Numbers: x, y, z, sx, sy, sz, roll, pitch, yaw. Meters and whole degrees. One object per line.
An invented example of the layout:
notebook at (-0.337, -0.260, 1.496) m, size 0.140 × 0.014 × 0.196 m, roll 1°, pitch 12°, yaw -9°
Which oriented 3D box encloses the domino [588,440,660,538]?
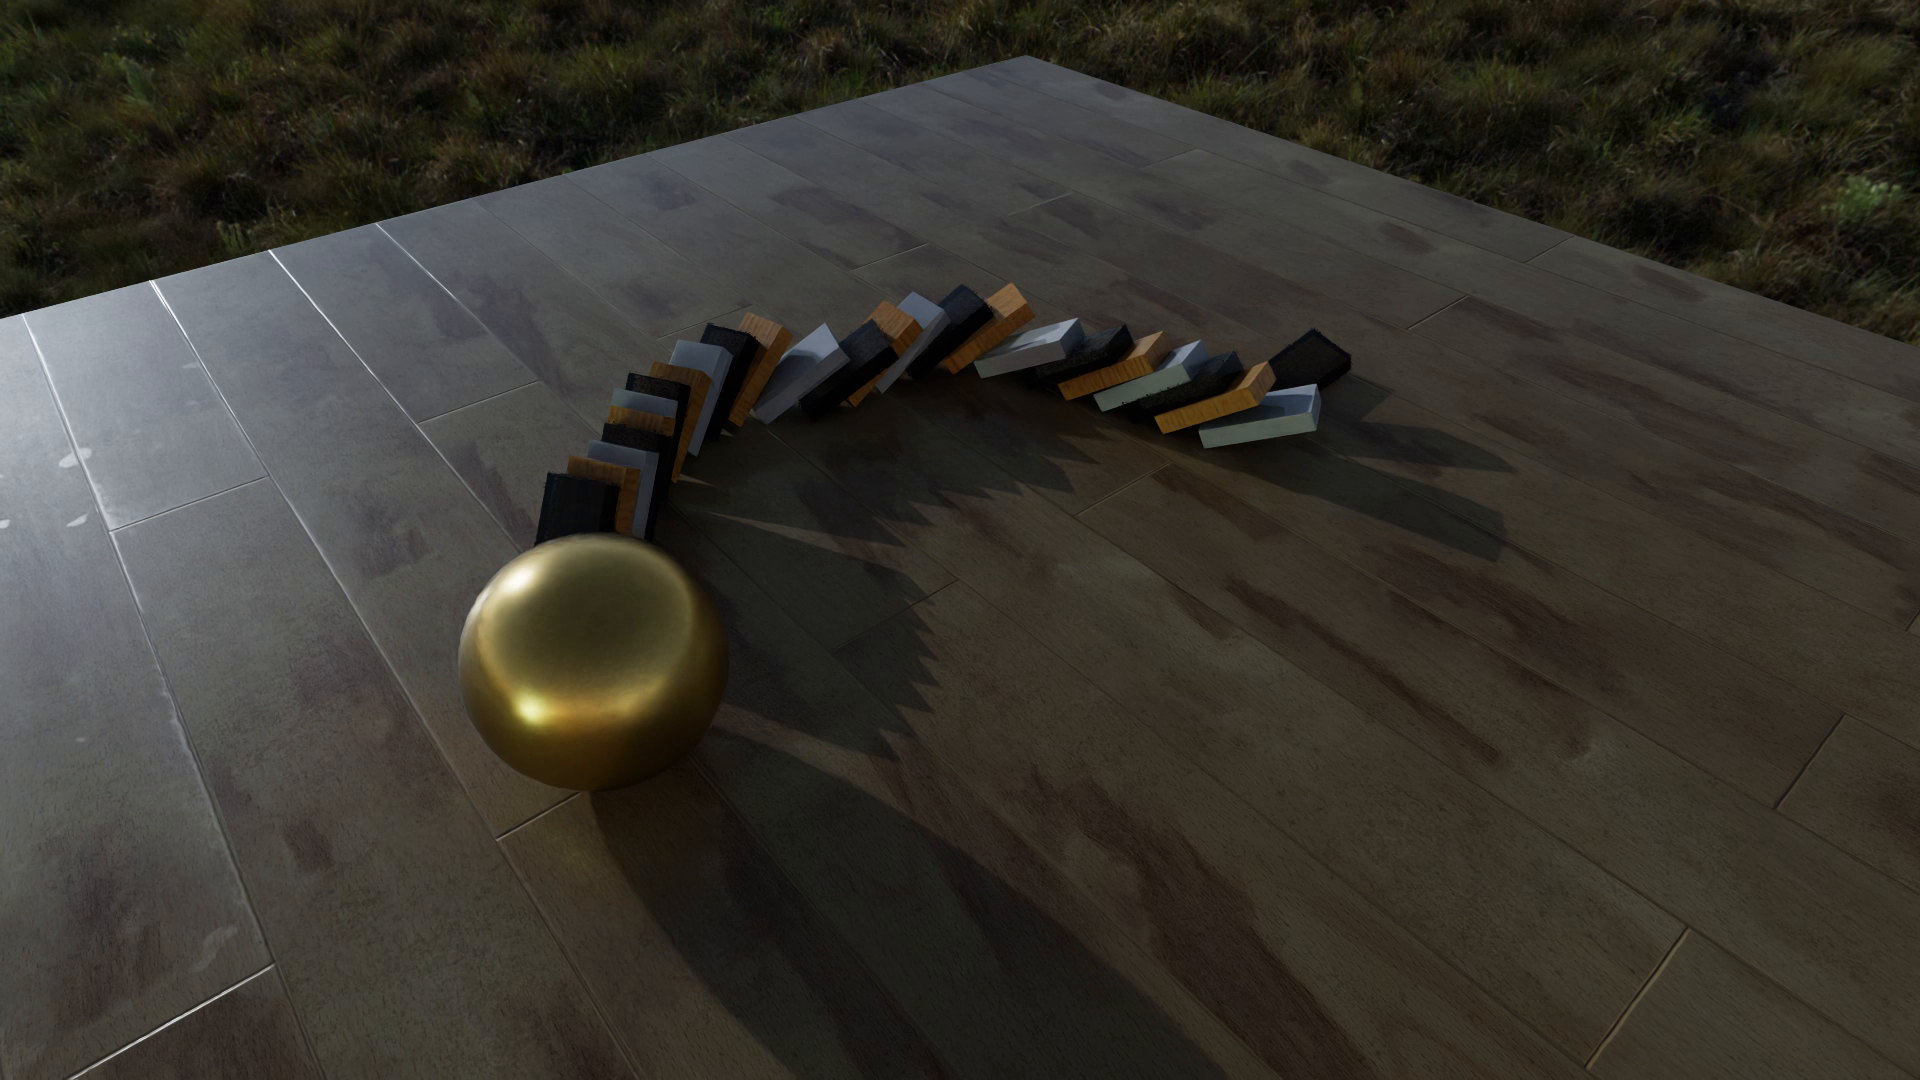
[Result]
domino at (-0.135, -0.012, 0.430) m, size 0.025 × 0.050 × 0.010 m, roll 12°, pitch 4°, yaw 15°

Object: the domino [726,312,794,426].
domino at (-0.102, -0.081, 0.518) m, size 0.025 × 0.010 × 0.050 m, roll 27°, pitch 85°, yaw 33°

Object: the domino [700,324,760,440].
domino at (-0.115, -0.073, 0.509) m, size 0.025 × 0.009 × 0.050 m, roll 17°, pitch 80°, yaw 26°

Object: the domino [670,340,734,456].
domino at (-0.124, -0.065, 0.498) m, size 0.025 × 0.010 × 0.050 m, roll 13°, pitch 78°, yaw 23°

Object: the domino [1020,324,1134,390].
domino at (0.056, -0.088, 0.532) m, size 0.050 × 0.009 × 0.025 m, roll -11°, pitch 27°, yaw 40°

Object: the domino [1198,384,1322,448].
domino at (0.135, -0.056, 0.496) m, size 0.050 × 0.010 × 0.025 m, roll -8°, pitch 33°, yaw 30°

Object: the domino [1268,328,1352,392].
domino at (0.157, -0.077, 0.520) m, size 0.050 × 0.009 × 0.025 m, roll -35°, pitch 54°, yaw -6°

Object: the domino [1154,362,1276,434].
domino at (0.116, -0.064, 0.500) m, size 0.050 × 0.010 × 0.025 m, roll -15°, pitch 23°, yaw 44°

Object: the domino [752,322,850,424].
domino at (-0.078, -0.079, 0.520) m, size 0.050 × 0.010 × 0.025 m, roll -36°, pitch 43°, yaw 6°

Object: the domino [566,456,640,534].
domino at (-0.140, -0.005, 0.421) m, size 0.025 × 0.050 × 0.009 m, roll 12°, pitch 4°, yaw 15°

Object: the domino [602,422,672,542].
domino at (-0.133, -0.019, 0.439) m, size 0.025 × 0.050 × 0.010 m, roll 13°, pitch 4°, yaw 15°

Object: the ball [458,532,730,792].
ball at (-0.113, 0.037, 0.342) m, size 0.080 × 0.080 × 0.080 m, roll 0°, pitch 39°, yaw 0°

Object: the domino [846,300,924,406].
domino at (-0.044, -0.091, 0.534) m, size 0.050 × 0.010 × 0.025 m, roll -49°, pitch 53°, yaw -4°

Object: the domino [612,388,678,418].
domino at (-0.136, -0.036, 0.459) m, size 0.025 × 0.050 × 0.010 m, roll 13°, pitch 3°, yaw 15°

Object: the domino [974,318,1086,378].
domino at (0.034, -0.094, 0.541) m, size 0.050 × 0.009 × 0.025 m, roll -8°, pitch 30°, yaw 36°

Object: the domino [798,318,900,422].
domino at (-0.055, -0.081, 0.521) m, size 0.050 × 0.009 × 0.025 m, roll -36°, pitch 48°, yaw 6°

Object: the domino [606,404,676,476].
domino at (-0.134, -0.028, 0.449) m, size 0.025 × 0.050 × 0.009 m, roll 13°, pitch 3°, yaw 15°

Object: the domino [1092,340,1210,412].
domino at (0.089, -0.077, 0.515) m, size 0.050 × 0.010 × 0.025 m, roll -16°, pitch 23°, yaw 43°

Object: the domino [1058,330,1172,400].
domino at (0.073, -0.083, 0.524) m, size 0.050 × 0.010 × 0.025 m, roll -14°, pitch 25°, yaw 41°

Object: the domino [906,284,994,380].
domino at (-0.010, -0.104, 0.551) m, size 0.050 × 0.009 × 0.025 m, roll -40°, pitch 45°, yaw 0°

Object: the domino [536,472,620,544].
domino at (-0.145, 0.002, 0.413) m, size 0.025 × 0.050 × 0.009 m, roll 12°, pitch 4°, yaw 15°

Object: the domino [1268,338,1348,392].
domino at (0.167, -0.082, 0.544) m, size 0.025 × 0.010 × 0.050 m, roll 30°, pitch 48°, yaw 32°

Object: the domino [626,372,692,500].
domino at (-0.133, -0.044, 0.470) m, size 0.025 × 0.050 × 0.009 m, roll 13°, pitch 1°, yaw 15°

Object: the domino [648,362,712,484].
domino at (-0.130, -0.052, 0.485) m, size 0.025 × 0.009 × 0.050 m, roll 13°, pitch 78°, yaw 15°

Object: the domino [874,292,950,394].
domino at (-0.031, -0.098, 0.545) m, size 0.050 × 0.009 × 0.025 m, roll -47°, pitch 53°, yaw -6°

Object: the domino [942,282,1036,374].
domino at (0.011, -0.107, 0.553) m, size 0.050 × 0.009 × 0.025 m, roll -34°, pitch 39°, yaw 8°

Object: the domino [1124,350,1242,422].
domino at (0.103, -0.071, 0.508) m, size 0.050 × 0.009 × 0.025 m, roll -15°, pitch 23°, yaw 43°
